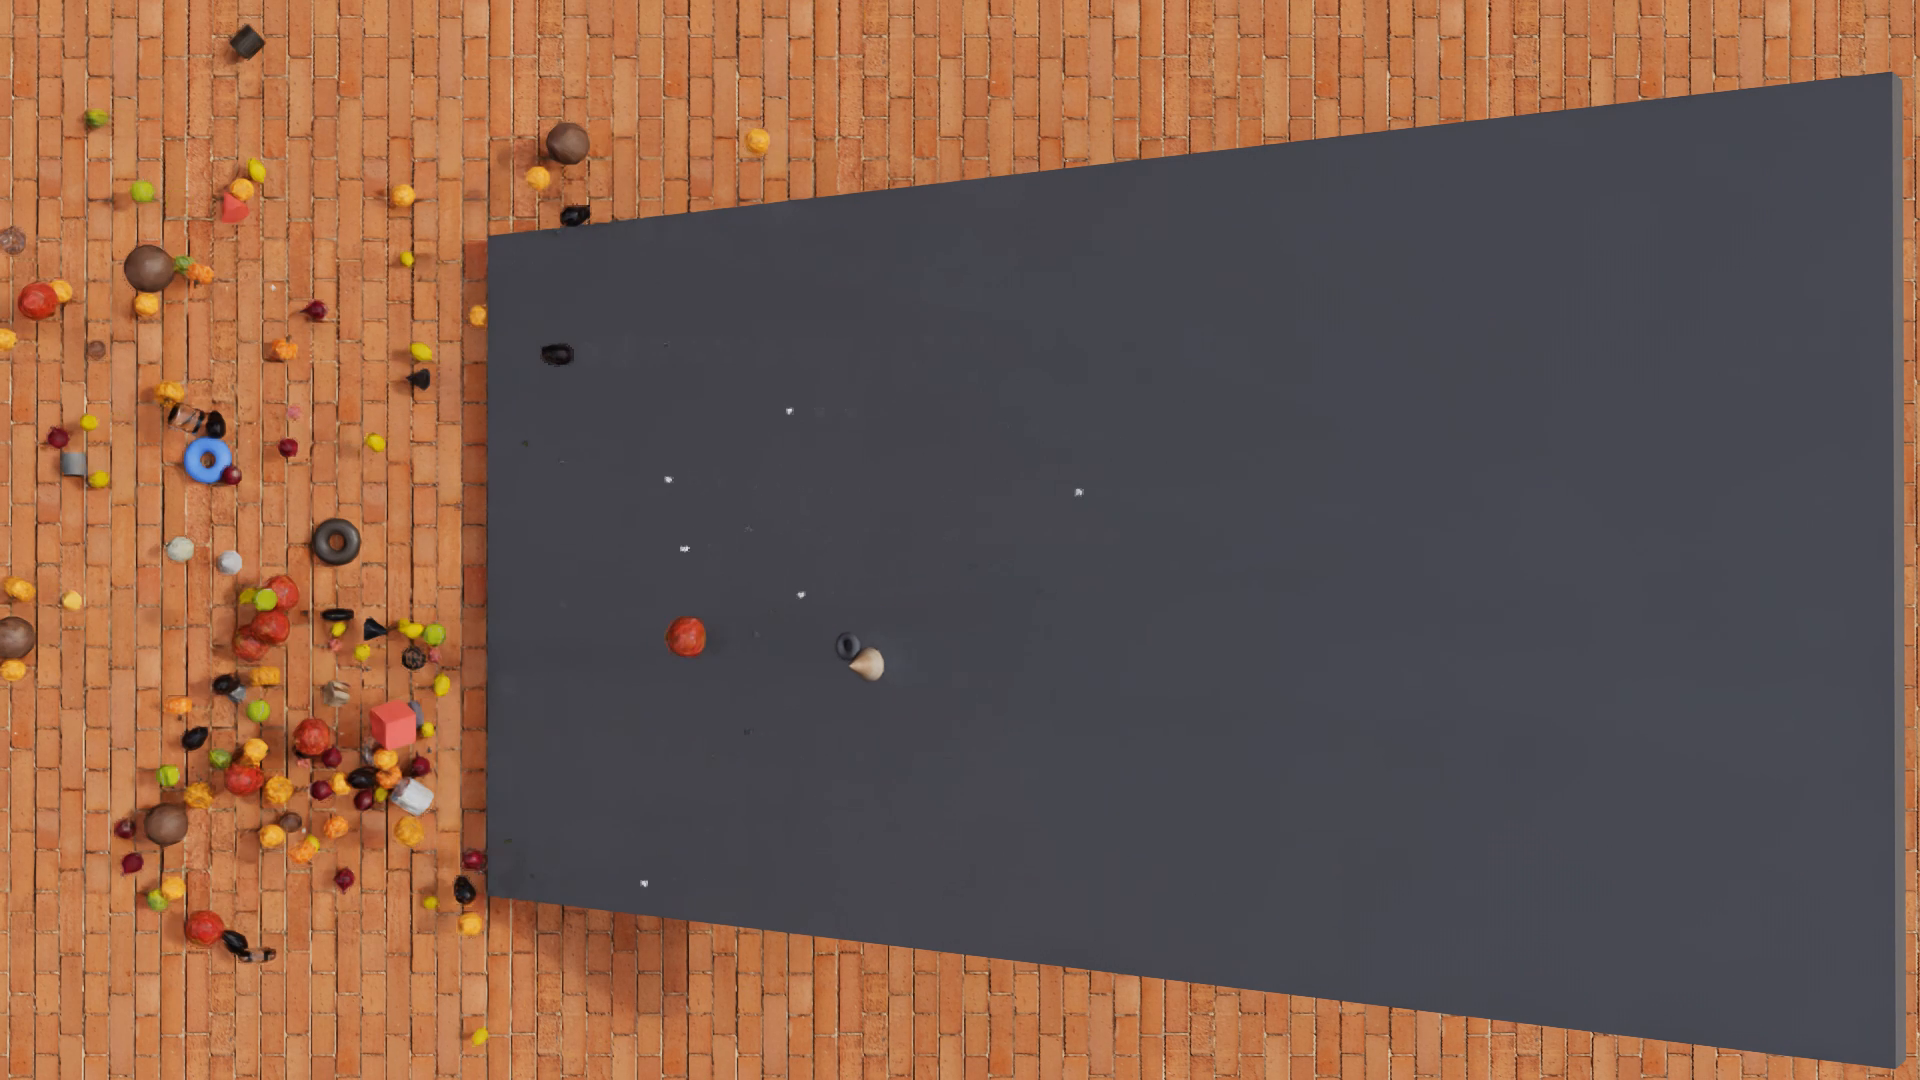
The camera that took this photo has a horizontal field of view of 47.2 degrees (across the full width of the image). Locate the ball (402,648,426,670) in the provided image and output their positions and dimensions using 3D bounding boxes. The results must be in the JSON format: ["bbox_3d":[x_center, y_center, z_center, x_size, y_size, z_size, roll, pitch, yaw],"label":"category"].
[{"bbox_3d":[-1.652,0.359,6.645,0.070,0.070,0.070,0,90,0],"label":"ball"}]

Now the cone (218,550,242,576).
[{"bbox_3d":[-2.240,0.070,6.707,0.078,0.078,0.078,0,90,0],"label":"cone"}]

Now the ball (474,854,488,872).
[{"bbox_3d":[-1.454,0.987,6.712,0.053,0.053,0.053,0,90,0],"label":"ball"}]

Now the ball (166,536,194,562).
[{"bbox_3d":[-2.377,0.029,6.706,0.081,0.081,0.081,0,90,0],"label":"ball"}]

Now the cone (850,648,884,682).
[{"bbox_3d":[-0.266,0.331,5.809,0.094,0.094,0.094,0,89,34],"label":"cone"}]

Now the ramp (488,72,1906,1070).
[{"bbox_3d":[0.249,0.069,5.577,4.000,0.100,2.000,0,89,34],"label":"ramp"}]

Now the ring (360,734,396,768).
[{"bbox_3d":[-1.778,0.644,6.724,0.108,0.036,0.108,0,91,1],"label":"ring"}]

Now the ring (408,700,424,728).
[{"bbox_3d":[-1.658,0.530,6.699,0.029,0.086,0.086,-17,89,-30],"label":"ring"}]

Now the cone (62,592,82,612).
[{"bbox_3d":[-2.726,0.187,6.714,0.063,0.063,0.063,0,90,0],"label":"cone"}]

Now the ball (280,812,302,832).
[{"bbox_3d":[-2.042,0.860,6.707,0.065,0.065,0.065,0,90,0],"label":"ball"}]

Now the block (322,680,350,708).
[{"bbox_3d":[-1.898,0.468,6.691,0.057,0.057,0.057,-33,58,31],"label":"block"}]

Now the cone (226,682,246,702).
[{"bbox_3d":[-2.218,0.469,6.712,0.061,0.061,0.061,0,90,0],"label":"cone"}]

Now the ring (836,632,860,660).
[{"bbox_3d":[-0.299,0.284,5.874,0.077,0.026,0.077,0,90,35],"label":"ring"}]

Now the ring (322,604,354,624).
[{"bbox_3d":[-1.893,0.227,6.693,0.098,0.098,0.033,-13,114,0],"label":"ring"}]

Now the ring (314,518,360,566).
[{"bbox_3d":[-1.904,0.006,6.722,0.148,0.049,0.148,0,90,1],"label":"ring"}]

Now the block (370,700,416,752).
[{"bbox_3d":[-1.712,0.559,6.645,0.098,0.098,0.098,-18,127,-37],"label":"block"}]

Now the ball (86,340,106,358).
[{"bbox_3d":[-2.639,-0.583,6.723,0.056,0.056,0.056,0,90,0],"label":"ball"}]

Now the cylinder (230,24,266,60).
[{"bbox_3d":[-2.174,-1.520,6.717,0.077,0.077,0.077,-44,90,0],"label":"cylinder"}]

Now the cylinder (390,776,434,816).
[{"bbox_3d":[-1.664,0.779,6.676,0.090,0.090,0.090,41,90,-29],"label":"cylinder"}]

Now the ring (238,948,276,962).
[{"bbox_3d":[-2.132,1.260,6.677,0.112,0.112,0.037,-1,86,0],"label":"ring"}]

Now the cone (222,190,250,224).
[{"bbox_3d":[-2.227,-1.031,6.709,0.091,0.091,0.091,-29,79,0],"label":"cone"}]

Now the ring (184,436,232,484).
[{"bbox_3d":[-2.300,-0.245,6.725,0.145,0.048,0.145,0,88,0],"label":"ring"}]

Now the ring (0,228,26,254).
[{"bbox_3d":[-2.903,-0.917,6.740,0.083,0.028,0.083,0,93,1],"label":"ring"}]

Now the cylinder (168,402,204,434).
[{"bbox_3d":[-2.334,-0.368,6.631,0.077,0.077,0.077,23,89,-35],"label":"cylinder"}]
